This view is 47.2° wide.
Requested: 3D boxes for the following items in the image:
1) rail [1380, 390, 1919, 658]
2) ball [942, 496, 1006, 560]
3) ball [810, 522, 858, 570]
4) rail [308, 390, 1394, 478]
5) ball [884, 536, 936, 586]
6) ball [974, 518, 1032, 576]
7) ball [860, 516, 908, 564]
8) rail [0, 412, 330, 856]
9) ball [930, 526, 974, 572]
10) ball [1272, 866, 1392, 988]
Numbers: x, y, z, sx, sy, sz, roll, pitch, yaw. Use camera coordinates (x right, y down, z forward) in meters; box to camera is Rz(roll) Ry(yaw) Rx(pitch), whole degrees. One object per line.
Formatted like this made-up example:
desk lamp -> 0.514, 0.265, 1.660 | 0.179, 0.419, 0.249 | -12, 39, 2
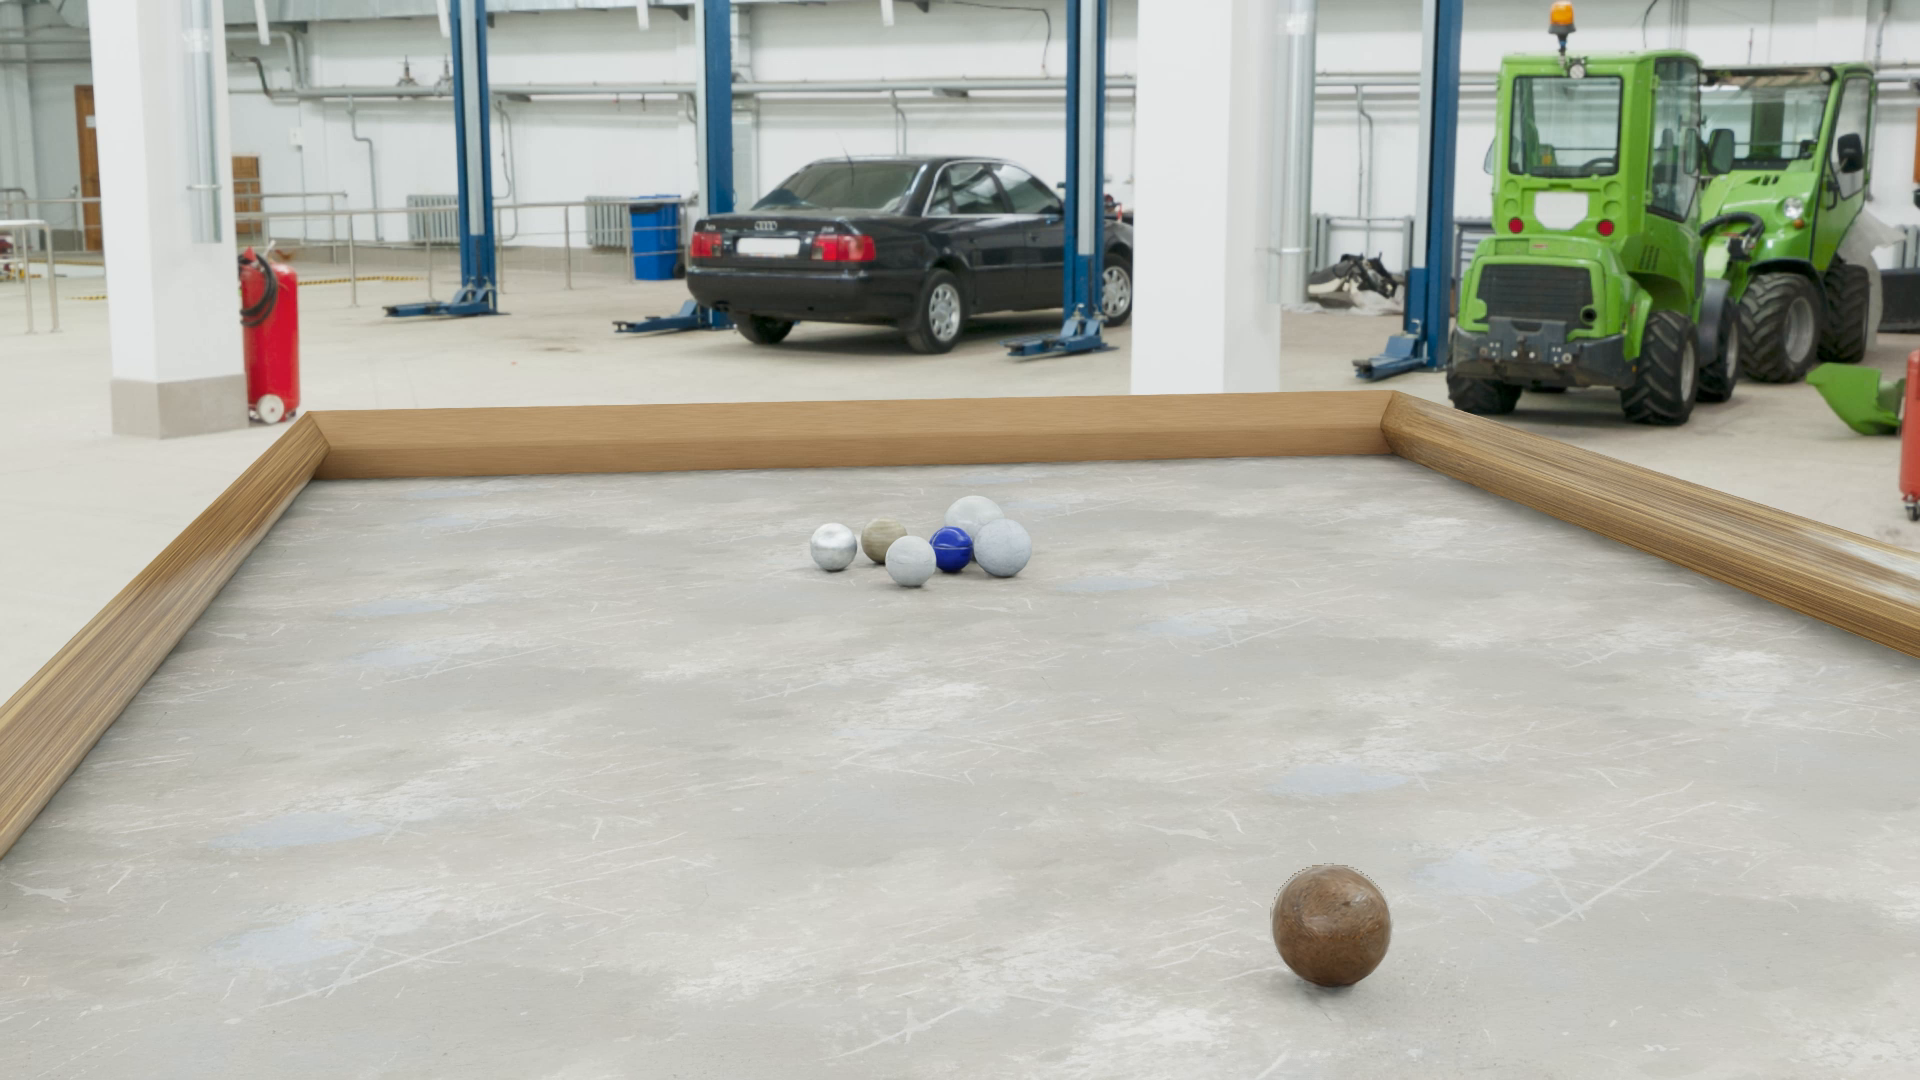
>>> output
rail -> 1.204, 0.128, 2.453 | 0.045, 0.128, 4.177 | -2, 10, -9
ball -> 0.022, -0.019, 3.348 | 0.099, 0.099, 0.099 | 0, 10, 0
ball -> -0.188, 0.010, 3.266 | 0.071, 0.071, 0.071 | 0, 10, 0
rail -> -0.168, -0.206, 4.288 | 2.140, 0.128, 0.045 | -2, 10, -9
ball -> -0.070, 0.030, 3.148 | 0.074, 0.074, 0.074 | 0, 10, 0
ball -> 0.062, 0.011, 3.220 | 0.086, 0.086, 0.086 | 0, 10, 0
ball -> -0.114, 0.000, 3.321 | 0.072, 0.072, 0.072 | 0, 10, 0
rail -> -0.861, 0.190, 2.115 | 0.045, 0.128, 4.177 | -2, 10, -9
ball -> -0.014, 0.013, 3.259 | 0.068, 0.068, 0.068 | 0, 10, 0
ball -> 0.281, 0.292, 1.664 | 0.090, 0.090, 0.090 | 0, 10, 0
